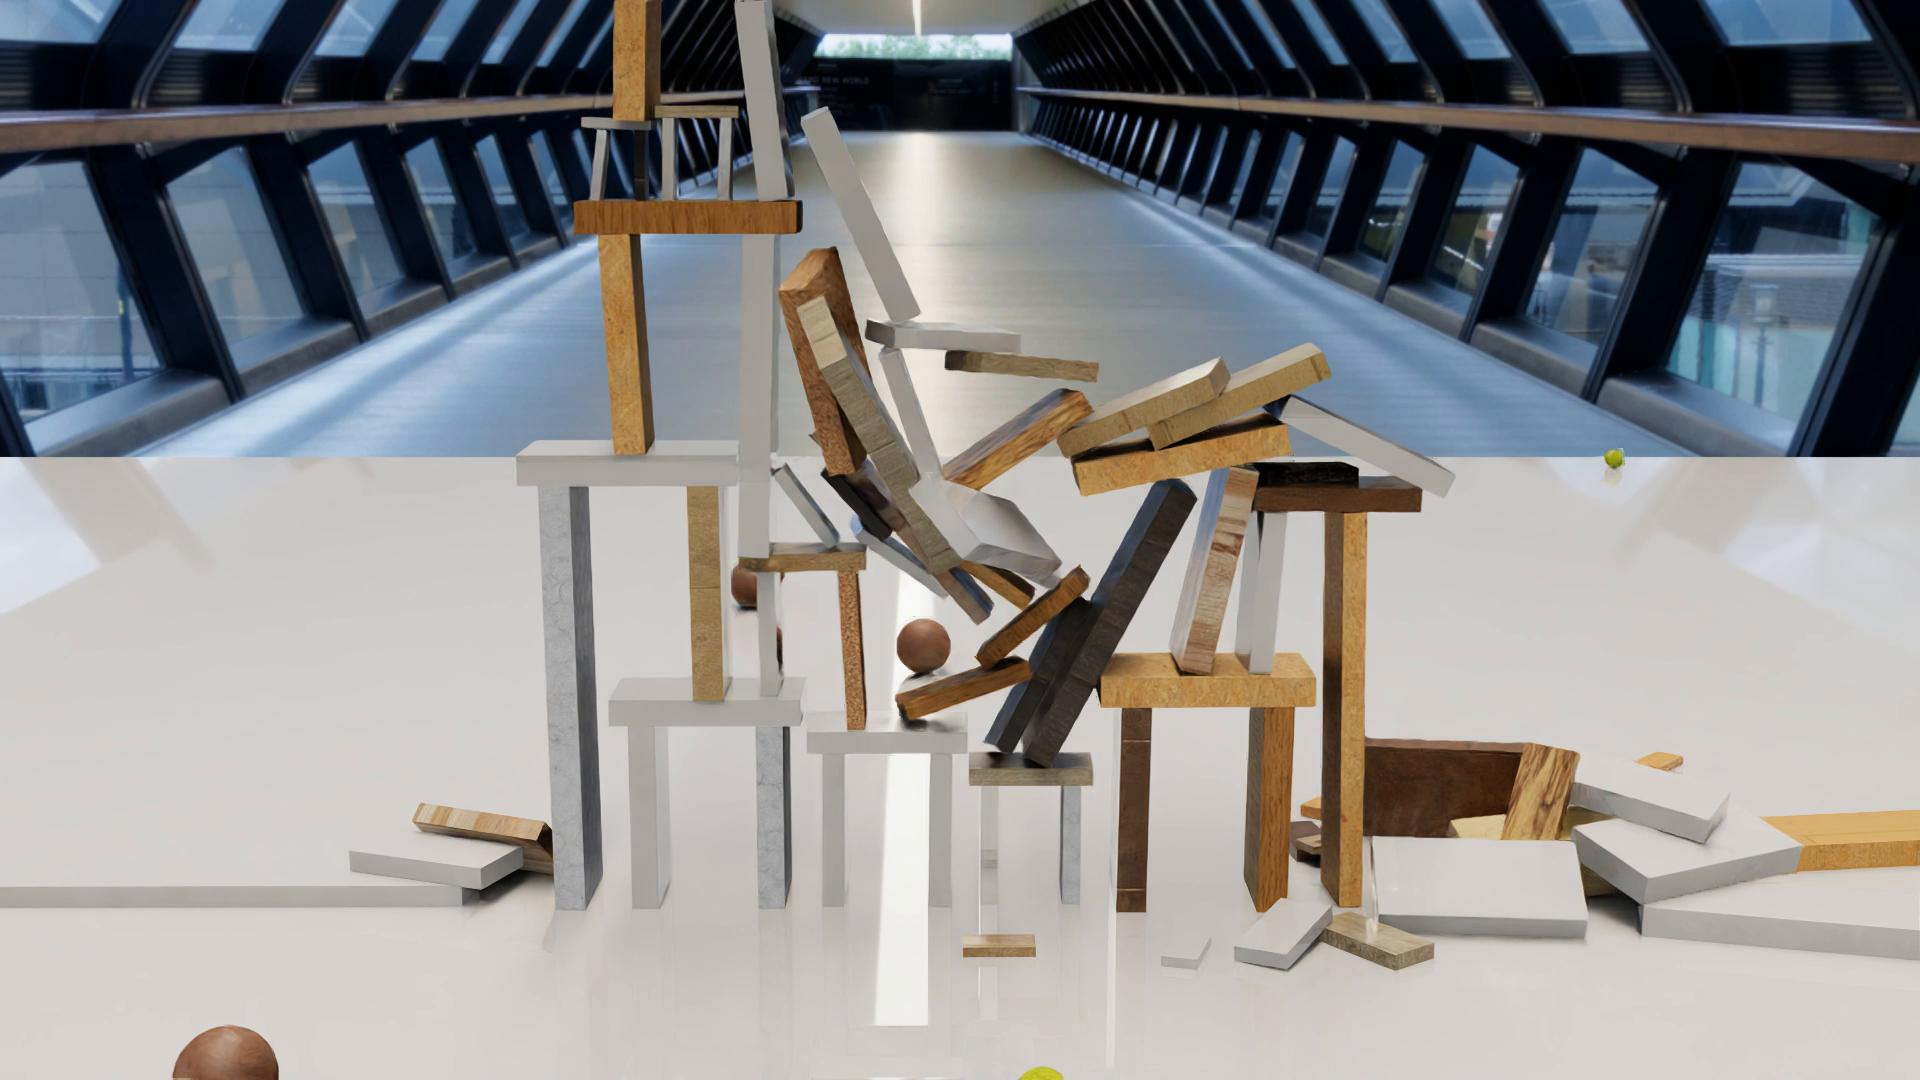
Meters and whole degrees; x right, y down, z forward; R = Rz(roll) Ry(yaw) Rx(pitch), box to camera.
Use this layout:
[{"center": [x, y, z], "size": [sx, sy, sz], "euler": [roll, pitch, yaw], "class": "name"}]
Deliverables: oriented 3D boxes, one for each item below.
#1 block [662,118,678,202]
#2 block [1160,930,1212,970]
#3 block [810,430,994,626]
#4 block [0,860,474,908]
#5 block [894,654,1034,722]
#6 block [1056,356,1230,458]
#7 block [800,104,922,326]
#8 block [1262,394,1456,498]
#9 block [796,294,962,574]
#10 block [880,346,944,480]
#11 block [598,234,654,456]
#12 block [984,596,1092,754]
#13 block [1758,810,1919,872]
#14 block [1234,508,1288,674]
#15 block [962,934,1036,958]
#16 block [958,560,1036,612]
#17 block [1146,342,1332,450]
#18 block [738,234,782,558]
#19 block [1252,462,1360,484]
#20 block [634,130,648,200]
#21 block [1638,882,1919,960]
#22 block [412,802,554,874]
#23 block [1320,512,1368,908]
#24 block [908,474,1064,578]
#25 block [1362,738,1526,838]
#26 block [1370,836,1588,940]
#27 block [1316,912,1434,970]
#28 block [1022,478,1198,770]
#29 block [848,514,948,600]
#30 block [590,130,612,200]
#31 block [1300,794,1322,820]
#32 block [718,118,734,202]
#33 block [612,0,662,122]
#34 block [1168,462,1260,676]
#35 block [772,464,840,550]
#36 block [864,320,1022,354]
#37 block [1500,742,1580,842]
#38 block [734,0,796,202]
[{"center": [-0.455, -0.598, 3.450], "size": [0.018, 0.128, 0.064], "euler": [1, 12, -2], "class": "block"}, {"center": [0.350, 0.633, 3.395], "size": [0.056, 0.016, 0.112], "euler": [3, 11, 17], "class": "block"}, {"center": [-0.093, -0.032, 3.618], "size": [0.026, 0.414, 0.090], "euler": [-40, 5, 13], "class": "block"}, {"center": [-1.319, 0.573, 3.663], "size": [1.006, 0.036, 0.128], "euler": [0, 11, 0], "class": "block"}, {"center": [0.005, 0.243, 3.626], "size": [0.216, 0.031, 0.108], "euler": [-18, 6, -9], "class": "block"}, {"center": [0.293, -0.212, 3.512], "size": [0.268, 0.038, 0.134], "euler": [-22, 10, 21], "class": "block"}, {"center": [-0.157, -0.510, 3.446], "size": [0.048, 0.341, 0.171], "euler": [-24, 14, 2], "class": "block"}, {"center": [0.640, -0.160, 3.542], "size": [0.298, 0.042, 0.149], "euler": [25, 9, -7], "class": "block"}, {"center": [-0.121, -0.157, 3.413], "size": [0.045, 0.478, 0.160], "euler": [-26, 44, 3], "class": "block"}, {"center": [-0.076, -0.195, 3.463], "size": [0.031, 0.221, 0.111], "euler": [-19, 12, 3], "class": "block"}, {"center": [-0.530, -0.317, 3.500], "size": [0.048, 0.342, 0.171], "euler": [-3, 10, -2], "class": "block"}, {"center": [0.129, 0.222, 3.658], "size": [0.031, 0.282, 0.108], "euler": [30, -7, -8], "class": "block"}, {"center": [1.374, 0.534, 3.845], "size": [0.947, 0.046, 0.162], "euler": [-2, 11, -8], "class": "block"}, {"center": [0.487, 0.073, 3.572], "size": [0.037, 0.265, 0.132], "euler": [3, 10, -4], "class": "block"}, {"center": [0.060, 0.630, 3.413], "size": [0.113, 0.016, 0.056], "euler": [0, 11, -1], "class": "block"}, {"center": [0.042, 0.047, 3.627], "size": [0.181, 0.026, 0.090], "euler": [35, 12, 0], "class": "block"}, {"center": [0.437, -0.231, 3.513], "size": [0.298, 0.042, 0.149], "euler": [-23, 10, 5], "class": "block"}, {"center": [-0.320, -0.237, 3.521], "size": [0.048, 0.507, 0.171], "euler": [2, 10, -1], "class": "block"}, {"center": [0.559, -0.110, 3.563], "size": [0.155, 0.022, 0.077], "euler": [-2, 11, -12], "class": "block"}, {"center": [-0.500, -0.590, 3.457], "size": [0.015, 0.109, 0.054], "euler": [1, 12, -2], "class": "block"}, {"center": [1.317, 0.597, 3.495], "size": [0.451, 0.049, 0.173], "euler": [3, 11, 14], "class": "block"}, {"center": [-0.797, 0.513, 3.763], "size": [0.256, 0.128, 0.036], "euler": [5, 55, 24], "class": "block"}, {"center": [0.628, 0.267, 3.607], "size": [0.037, 0.657, 0.132], "euler": [-2, 11, -4], "class": "block"}, {"center": [0.045, -0.017, 3.409], "size": [0.038, 0.134, 0.402], "euler": [-42, -17, 12], "class": "block"}, {"center": [0.837, 0.448, 3.951], "size": [0.346, 0.173, 0.049], "euler": [1, 14, 7], "class": "block"}, {"center": [0.827, 0.555, 3.522], "size": [0.324, 0.046, 0.162], "euler": [1, 41, 5], "class": "block"}, {"center": [0.641, 0.623, 3.423], "size": [0.088, 0.025, 0.175], "euler": [-8, 13, -36], "class": "block"}, {"center": [0.238, 0.127, 3.590], "size": [0.048, 0.498, 0.168], "euler": [27, 9, -5], "class": "block"}, {"center": [-0.098, 0.026, 3.621], "size": [0.191, 0.021, 0.075], "euler": [35, 12, -22], "class": "block"}, {"center": [-0.565, -0.589, 3.456], "size": [0.015, 0.109, 0.054], "euler": [8, 10, -3], "class": "block"}, {"center": [0.710, 0.495, 4.119], "size": [0.077, 0.022, 0.155], "euler": [8, 13, 37], "class": "block"}, {"center": [-0.368, -0.598, 3.453], "size": [0.018, 0.128, 0.064], "euler": [2, 11, -2], "class": "block"}, {"center": [-0.493, -0.944, 3.383], "size": [0.048, 0.583, 0.171], "euler": [3, 13, 0], "class": "block"}, {"center": [0.410, 0.036, 3.573], "size": [0.048, 0.337, 0.168], "euler": [12, 10, -4], "class": "block"}, {"center": [-0.247, -0.055, 3.556], "size": [0.021, 0.149, 0.075], "euler": [-36, 7, 4], "class": "block"}, {"center": [-0.027, -0.323, 3.494], "size": [0.221, 0.031, 0.111], "euler": [0, 12, -27], "class": "block"}, {"center": [0.960, 0.429, 3.639], "size": [0.088, 0.175, 0.025], "euler": [10, -14, 33], "class": "block"}, {"center": [-0.306, -0.695, 3.443], "size": [0.045, 0.320, 0.160], "euler": [-6, 10, 1], "class": "block"}]
